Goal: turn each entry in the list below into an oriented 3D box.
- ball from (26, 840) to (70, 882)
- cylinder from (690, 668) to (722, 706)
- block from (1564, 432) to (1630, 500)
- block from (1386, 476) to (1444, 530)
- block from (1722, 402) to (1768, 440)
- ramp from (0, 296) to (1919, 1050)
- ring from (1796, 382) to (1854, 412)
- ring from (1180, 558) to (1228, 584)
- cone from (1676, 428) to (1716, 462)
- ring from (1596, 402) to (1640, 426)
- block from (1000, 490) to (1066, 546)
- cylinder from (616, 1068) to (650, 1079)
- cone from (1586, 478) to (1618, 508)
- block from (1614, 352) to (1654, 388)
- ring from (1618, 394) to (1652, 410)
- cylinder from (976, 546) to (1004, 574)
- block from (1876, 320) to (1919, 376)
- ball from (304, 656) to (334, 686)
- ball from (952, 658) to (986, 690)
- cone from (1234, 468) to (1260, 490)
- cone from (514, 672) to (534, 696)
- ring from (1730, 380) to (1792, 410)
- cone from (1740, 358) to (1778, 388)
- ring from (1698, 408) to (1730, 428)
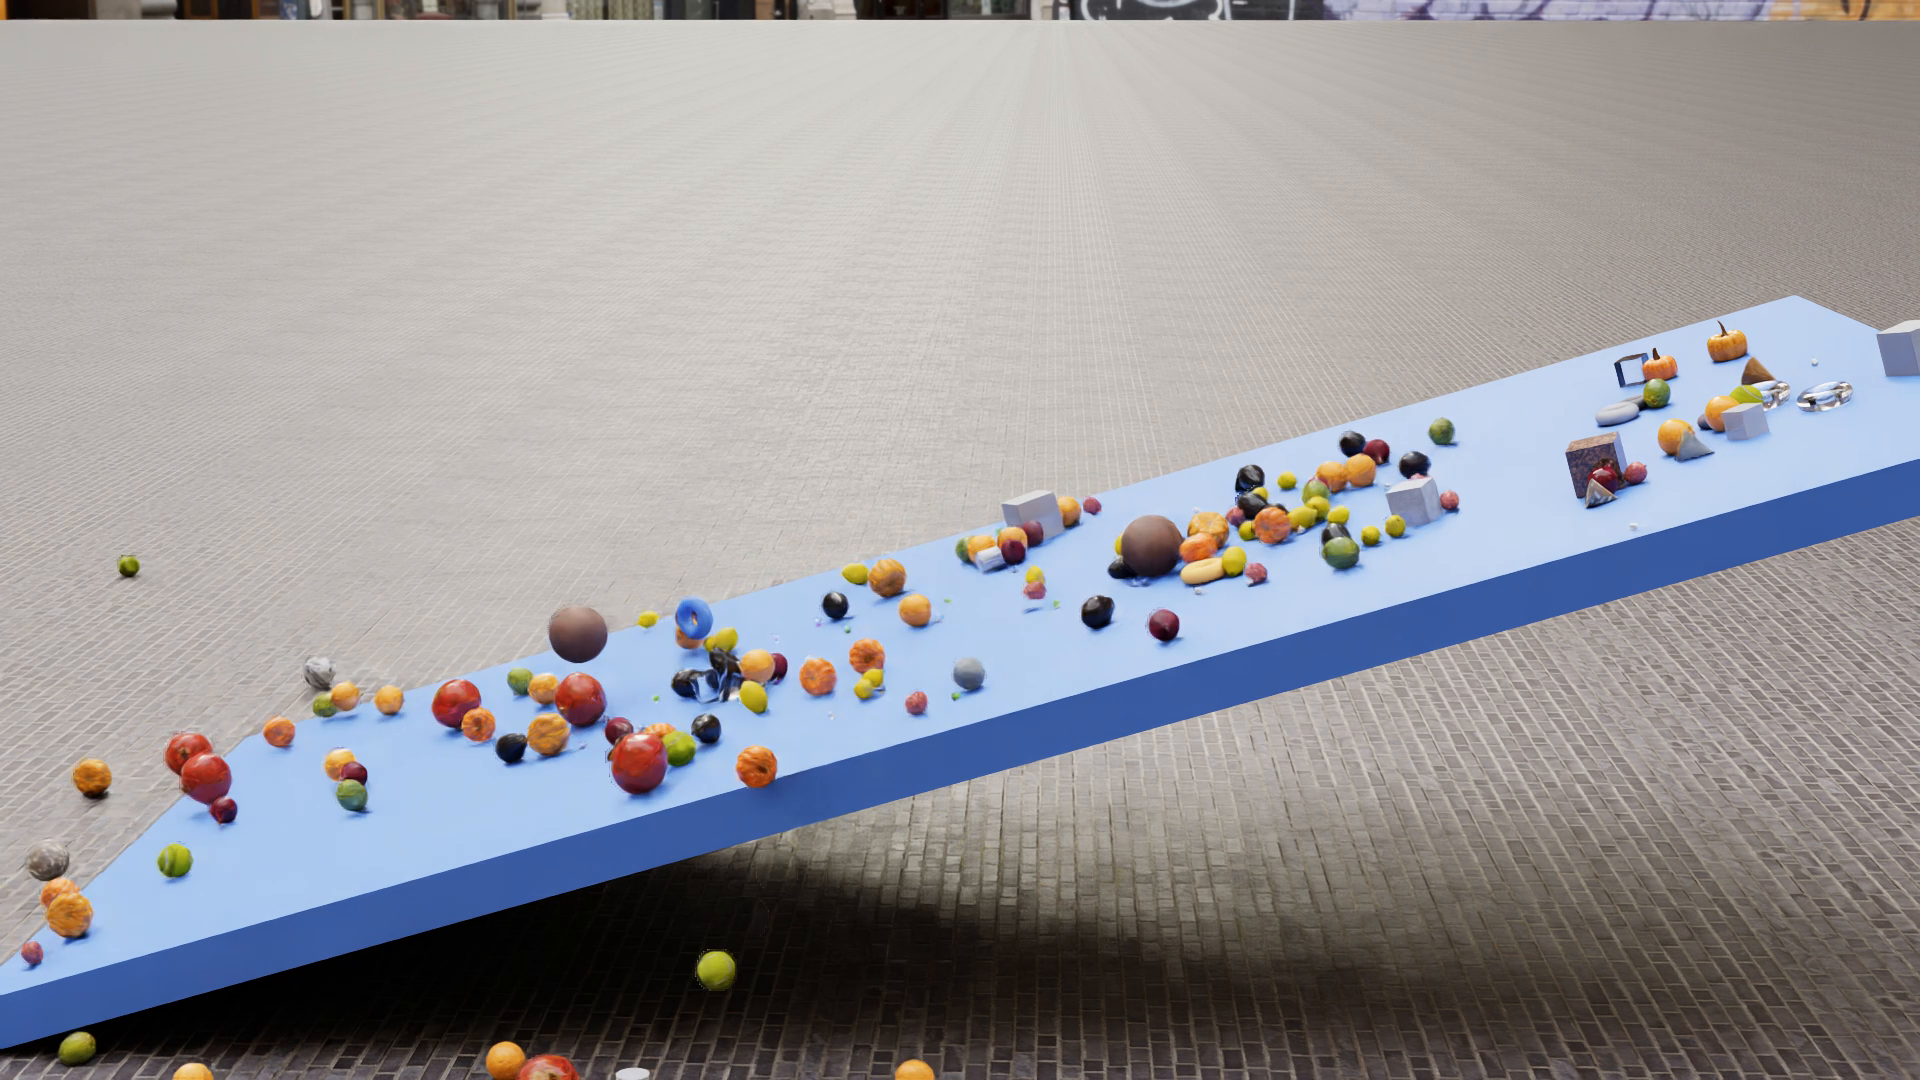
[{"bbox_3d":[-2.009,0.706,6.477,0.092,0.092,0.092,0,11,0],"label":"ball"},{"bbox_3d":[-0.533,0.310,6.208,0.060,0.060,0.060,-16,10,3],"label":"cylinder"},{"bbox_3d":[1.233,-0.145,5.684,0.094,0.094,0.094,-13,11,22],"label":"block"},{"bbox_3d":[0.909,-0.074,5.880,0.077,0.077,0.077,-11,12,32],"label":"block"},{"bbox_3d":[1.539,-0.232,5.765,0.057,0.057,0.057,-22,11,-26],"label":"block"},{"bbox_3d":[0.091,0.187,6.320,4.000,0.100,2.000,-16,10,5],"label":"ramp"},{"bbox_3d":[1.712,-0.284,5.823,0.111,0.037,0.111,-18,10,3],"label":"ring"},{"bbox_3d":[0.494,0.064,5.941,0.101,0.034,0.101,-15,11,3],"label":"ring"},{"bbox_3d":[1.433,-0.176,5.710,0.067,0.067,0.067,13,13,11],"label":"cone"},{"bbox_3d":[1.402,-0.269,6.276,0.094,0.031,0.094,-16,11,3],"label":"ring"},{"bbox_3d":[0.172,-0.053,6.928,0.100,0.100,0.100,-20,10,-20],"label":"block"},{"bbox_3d":[-0.585,0.984,5.262,0.060,0.060,0.060,0,11,0],"label":"cylinder"},{"bbox_3d":[1.219,-0.083,5.566,0.058,0.058,0.058,11,11,2],"label":"cone"},{"bbox_3d":[1.519,-0.383,6.631,0.058,0.058,0.058,-9,12,37],"label":"block"},{"bbox_3d":[1.454,-0.294,6.343,0.075,0.025,0.075,-17,8,3],"label":"ring"},{"bbox_3d":[0.068,0.045,6.698,0.051,0.051,0.051,-19,16,-15],"label":"cylinder"},{"bbox_3d":[1.912,-0.386,5.898,0.090,0.090,0.090,-22,11,-27],"label":"block"},{"bbox_3d":[-1.828,0.376,8.393,0.088,0.088,0.088,0,11,0],"label":"ball"},{"bbox_3d":[0.017,0.254,5.595,0.062,0.062,0.062,0,11,0],"label":"ball"},{"bbox_3d":[0.666,-0.134,6.772,0.055,0.055,0.055,18,15,13],"label":"cone"},{"bbox_3d":[-1.037,0.335,6.936,0.051,0.051,0.051,-16,10,3],"label":"cone"},{"bbox_3d":[1.631,-0.292,5.990,0.123,0.041,0.123,-16,11,3],"label":"ring"},{"bbox_3d":[1.692,-0.341,6.192,0.069,0.069,0.069,22,21,31],"label":"cone"},{"bbox_3d":[1.529,-0.245,5.947,0.078,0.026,0.078,-17,11,3],"label":"ring"}]
